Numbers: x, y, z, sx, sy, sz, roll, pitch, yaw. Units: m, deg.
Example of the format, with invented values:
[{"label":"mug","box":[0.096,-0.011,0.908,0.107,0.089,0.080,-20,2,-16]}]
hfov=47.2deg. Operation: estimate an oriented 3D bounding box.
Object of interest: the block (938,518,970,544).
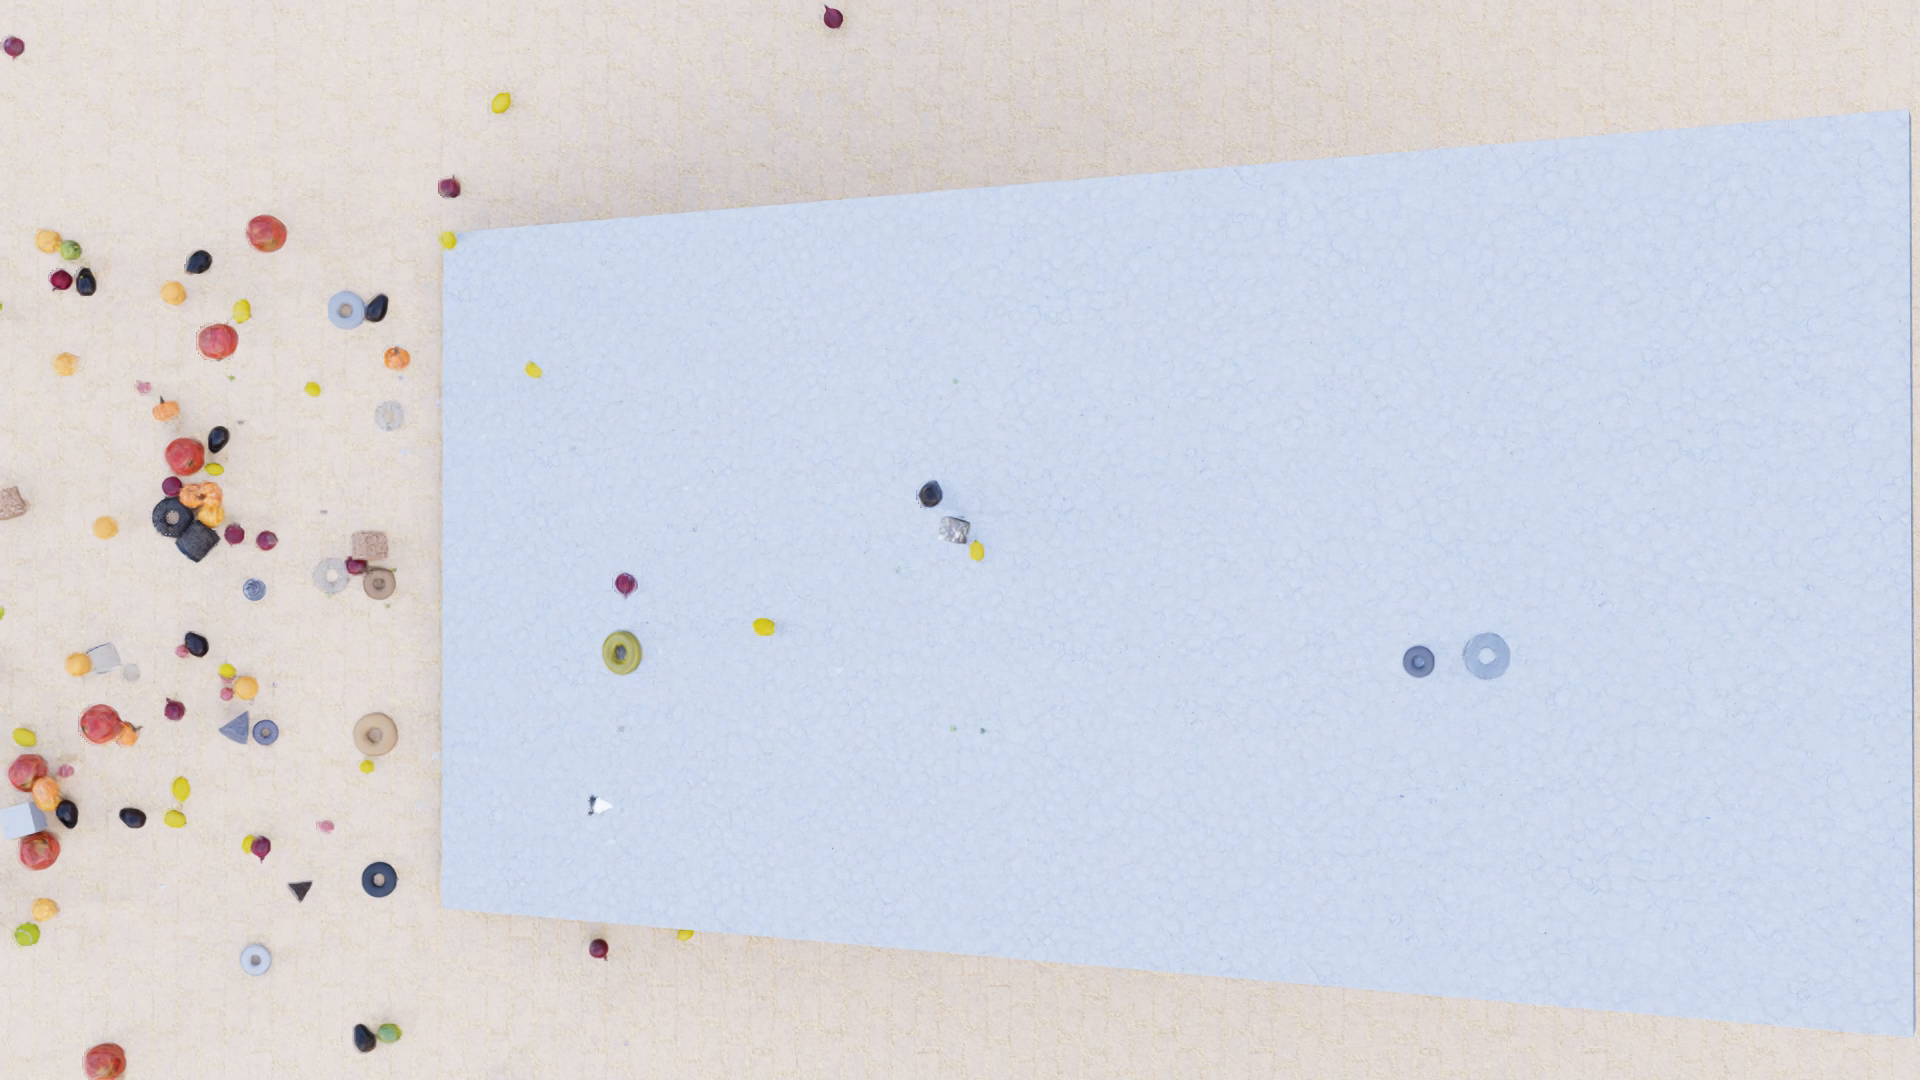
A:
[{"label":"block","box":[-0.015,-0.025,5.731,0.058,0.058,0.058,14,96,26]}]

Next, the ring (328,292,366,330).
[{"label":"ring","box":[-1.839,-0.689,6.596,0.115,0.038,0.115,0,91,0]}]

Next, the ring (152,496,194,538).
[{"label":"ring","box":[-2.359,-0.068,6.588,0.123,0.041,0.123,0,89,-1]}]

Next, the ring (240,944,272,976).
[{"label":"ring","box":[-2.106,1.256,6.578,0.094,0.031,0.094,0,90,1]}]

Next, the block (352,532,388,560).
[{"label":"block","box":[-1.757,0.018,6.550,0.076,0.076,0.076,1,80,-44]}]

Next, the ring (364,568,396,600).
[{"label":"ring","box":[-1.740,0.131,6.590,0.098,0.033,0.098,0,88,0]}]

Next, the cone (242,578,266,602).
[{"label":"cone","box":[-2.119,0.148,6.571,0.071,0.071,0.071,0,89,0]}]

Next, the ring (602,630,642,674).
[{"label":"ring","box":[-0.954,0.317,6.203,0.128,0.043,0.128,0,91,26]}]

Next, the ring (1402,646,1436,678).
[{"label":"ring","box":[1.085,0.288,5.199,0.077,0.026,0.077,0,90,26]}]

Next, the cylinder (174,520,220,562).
[{"label":"cylinder","box":[-2.275,0.003,6.562,0.091,0.091,0.091,44,90,0]}]

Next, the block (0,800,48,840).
[{"label":"block","box":[-2.791,0.833,6.552,0.092,0.092,0.092,-15,89,0]}]

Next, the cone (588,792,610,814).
[{"label":"cone","box":[-1.013,0.753,6.234,0.067,0.067,0.067,17,89,-25]}]

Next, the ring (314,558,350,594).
[{"label":"ring","box":[-1.882,0.108,6.588,0.112,0.037,0.112,0,89,-1]}]

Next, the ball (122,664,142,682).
[{"label":"ball","box":[-2.477,0.397,6.577,0.053,0.053,0.053,0,89,0]}]

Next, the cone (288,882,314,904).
[{"label":"cone","box":[-1.962,1.040,6.581,0.069,0.069,0.069,-34,89,-27]}]

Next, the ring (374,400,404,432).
[{"label":"ring","box":[-1.712,-0.372,6.596,0.093,0.031,0.093,0,89,1]}]

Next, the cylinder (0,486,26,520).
[{"label":"cylinder","box":[-2.844,-0.108,6.568,0.082,0.082,0.082,-18,89,0]}]

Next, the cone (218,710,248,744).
[{"label":"cone","box":[-2.154,0.548,6.581,0.092,0.092,0.092,22,63,0]}]

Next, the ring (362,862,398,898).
[{"label":"ring","box":[-1.737,1.016,6.579,0.108,0.036,0.108,0,90,-1]}]

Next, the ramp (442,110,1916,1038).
[{"label":"ramp","box":[0.280,0.080,5.671,4.000,0.100,2.000,0,89,26]}]

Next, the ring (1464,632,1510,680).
[{"label":"ring","box":[1.227,0.270,5.122,0.111,0.037,0.111,-1,88,28]}]

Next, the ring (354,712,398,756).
[{"label":"ring","box":[-1.749,0.582,6.579,0.134,0.045,0.134,0,89,1]}]

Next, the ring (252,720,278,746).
[{"label":"ring","box":[-2.080,0.577,6.589,0.078,0.026,0.078,0,90,-1]}]
